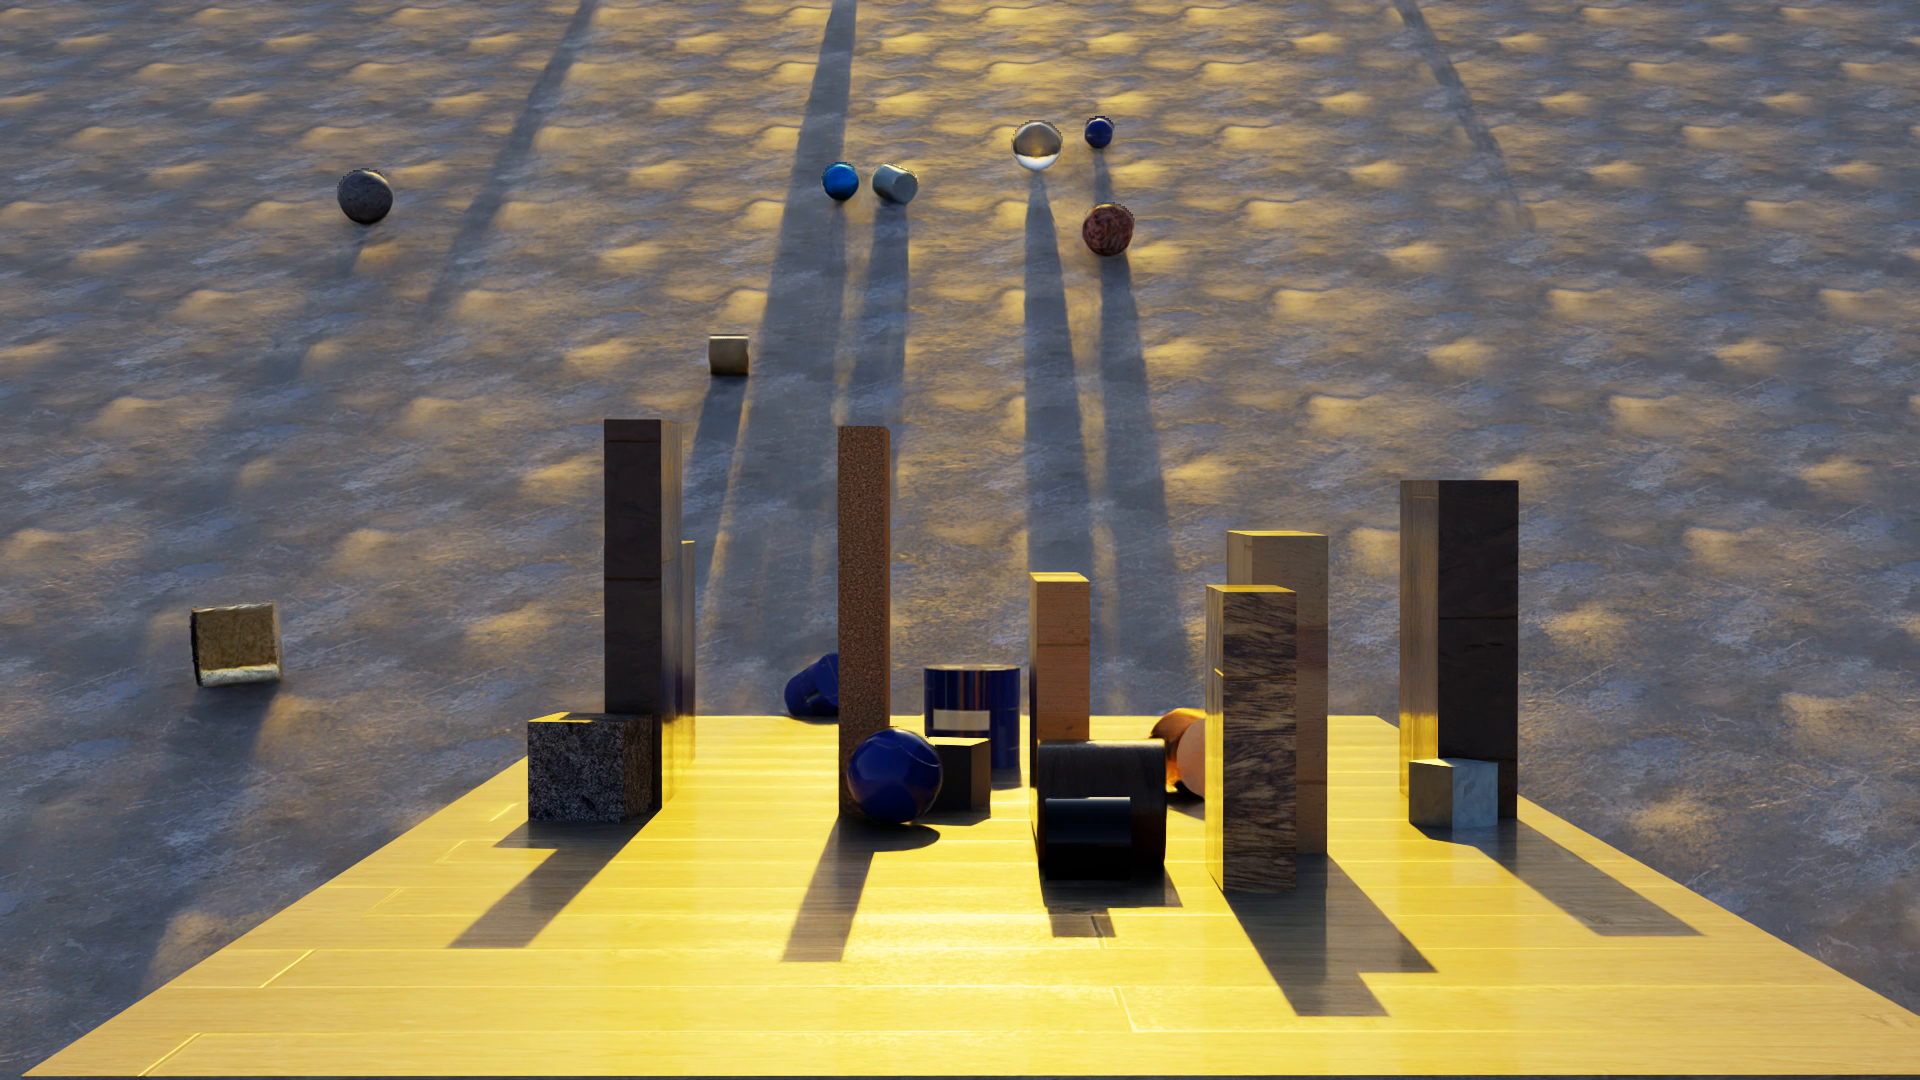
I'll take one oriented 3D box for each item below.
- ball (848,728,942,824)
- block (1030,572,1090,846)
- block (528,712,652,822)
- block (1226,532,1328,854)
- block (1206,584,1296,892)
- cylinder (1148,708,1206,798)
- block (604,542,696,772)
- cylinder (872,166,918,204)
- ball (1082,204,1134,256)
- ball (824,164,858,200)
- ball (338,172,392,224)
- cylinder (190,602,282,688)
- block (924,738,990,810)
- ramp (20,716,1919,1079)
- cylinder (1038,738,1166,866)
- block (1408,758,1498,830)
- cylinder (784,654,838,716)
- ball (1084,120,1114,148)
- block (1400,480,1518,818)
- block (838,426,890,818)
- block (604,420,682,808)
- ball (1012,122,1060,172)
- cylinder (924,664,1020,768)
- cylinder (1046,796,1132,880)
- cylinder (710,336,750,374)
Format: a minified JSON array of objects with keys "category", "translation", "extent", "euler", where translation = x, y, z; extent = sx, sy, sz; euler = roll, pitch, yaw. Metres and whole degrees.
[{"category":"ball","translation":[-0.113,0.410,4.486],"extent":[0.166,0.166,0.166],"euler":[0,26,0]},{"category":"block","translation":[0.168,0.279,4.424],"extent":[0.087,0.432,0.424],"euler":[0,1,0]},{"category":"block","translation":[-0.659,0.404,4.609],"extent":[0.174,0.174,0.174],"euler":[0,1,10]},{"category":"block","translation":[0.526,0.243,4.314],"extent":[0.122,0.508,0.385],"euler":[0,1,0]},{"category":"block","translation":[0.432,0.289,3.850],"extent":[0.106,0.435,0.258],"euler":[0,1,0]},{"category":"cylinder","translation":[0.457,0.405,4.897],"extent":[0.158,0.158,0.158],"euler":[-8,3,-15]},{"category":"block","translation":[-0.638,0.241,5.337],"extent":[0.140,0.468,0.411],"euler":[0,1,0]},{"category":"cylinder","translation":[-0.265,-1.434,10.418],"extent":[0.130,0.130,0.130],"euler":[-20,33,-35]},{"category":"ball","translation":[0.563,-1.179,9.834],"extent":[0.195,0.195,0.195],"euler":[0,26,0]},{"category":"ball","translation":[-0.481,-1.442,10.420],"extent":[0.144,0.144,0.144],"euler":[0,26,0]},{"category":"ball","translation":[-2.340,-1.347,10.157],"extent":[0.207,0.207,0.207],"euler":[0,26,0]},{"category":"cylinder","translation":[-1.928,0.279,6.884],"extent":[0.210,0.210,0.210],"euler":[-5,27,-10]},{"category":"block","translation":[-0.017,0.429,4.752],"extent":[0.117,0.117,0.117],"euler":[0,1,18]},{"category":"ramp","translation":[0.060,0.541,4.577],"extent":[2.000,0.100,4.000],"euler":[0,1,0]},{"category":"cylinder","translation":[0.218,0.406,4.005],"extent":[0.195,0.195,0.195],"euler":[0,26,2]},{"category":"block","translation":[0.856,0.439,4.481],"extent":[0.107,0.107,0.107],"euler":[-1,1,-34]},{"category":"cylinder","translation":[-0.350,0.390,6.661],"extent":[0.149,0.149,0.149],"euler":[-28,-4,-44]},{"category":"ball","translation":[0.593,-1.737,11.034],"extent":[0.125,0.125,0.125],"euler":[0,26,0]},{"category":"block","translation":[0.913,0.189,4.747],"extent":[0.141,0.597,0.392],"euler":[0,1,0]},{"category":"block","translation":[-0.175,0.141,4.753],"extent":[0.082,0.693,0.385],"euler":[0,1,0]},{"category":"block","translation":[-0.594,0.131,4.866],"extent":[0.103,0.708,0.353],"euler":[0,1,0]},{"category":"ball","translation":[0.320,-1.638,10.750],"extent":[0.200,0.200,0.200],"euler":[0,26,0]},{"category":"cylinder","translation":[0.025,0.370,5.460],"extent":[0.204,0.204,0.204],"euler":[0,1,0]},{"category":"cylinder","translation":[0.190,0.444,3.851],"extent":[0.125,0.125,0.125],"euler":[0,26,1]},{"category":"cylinder","translation":[-0.785,-0.628,8.798],"extent":[0.129,0.129,0.129],"euler":[-1,26,-1]}]
